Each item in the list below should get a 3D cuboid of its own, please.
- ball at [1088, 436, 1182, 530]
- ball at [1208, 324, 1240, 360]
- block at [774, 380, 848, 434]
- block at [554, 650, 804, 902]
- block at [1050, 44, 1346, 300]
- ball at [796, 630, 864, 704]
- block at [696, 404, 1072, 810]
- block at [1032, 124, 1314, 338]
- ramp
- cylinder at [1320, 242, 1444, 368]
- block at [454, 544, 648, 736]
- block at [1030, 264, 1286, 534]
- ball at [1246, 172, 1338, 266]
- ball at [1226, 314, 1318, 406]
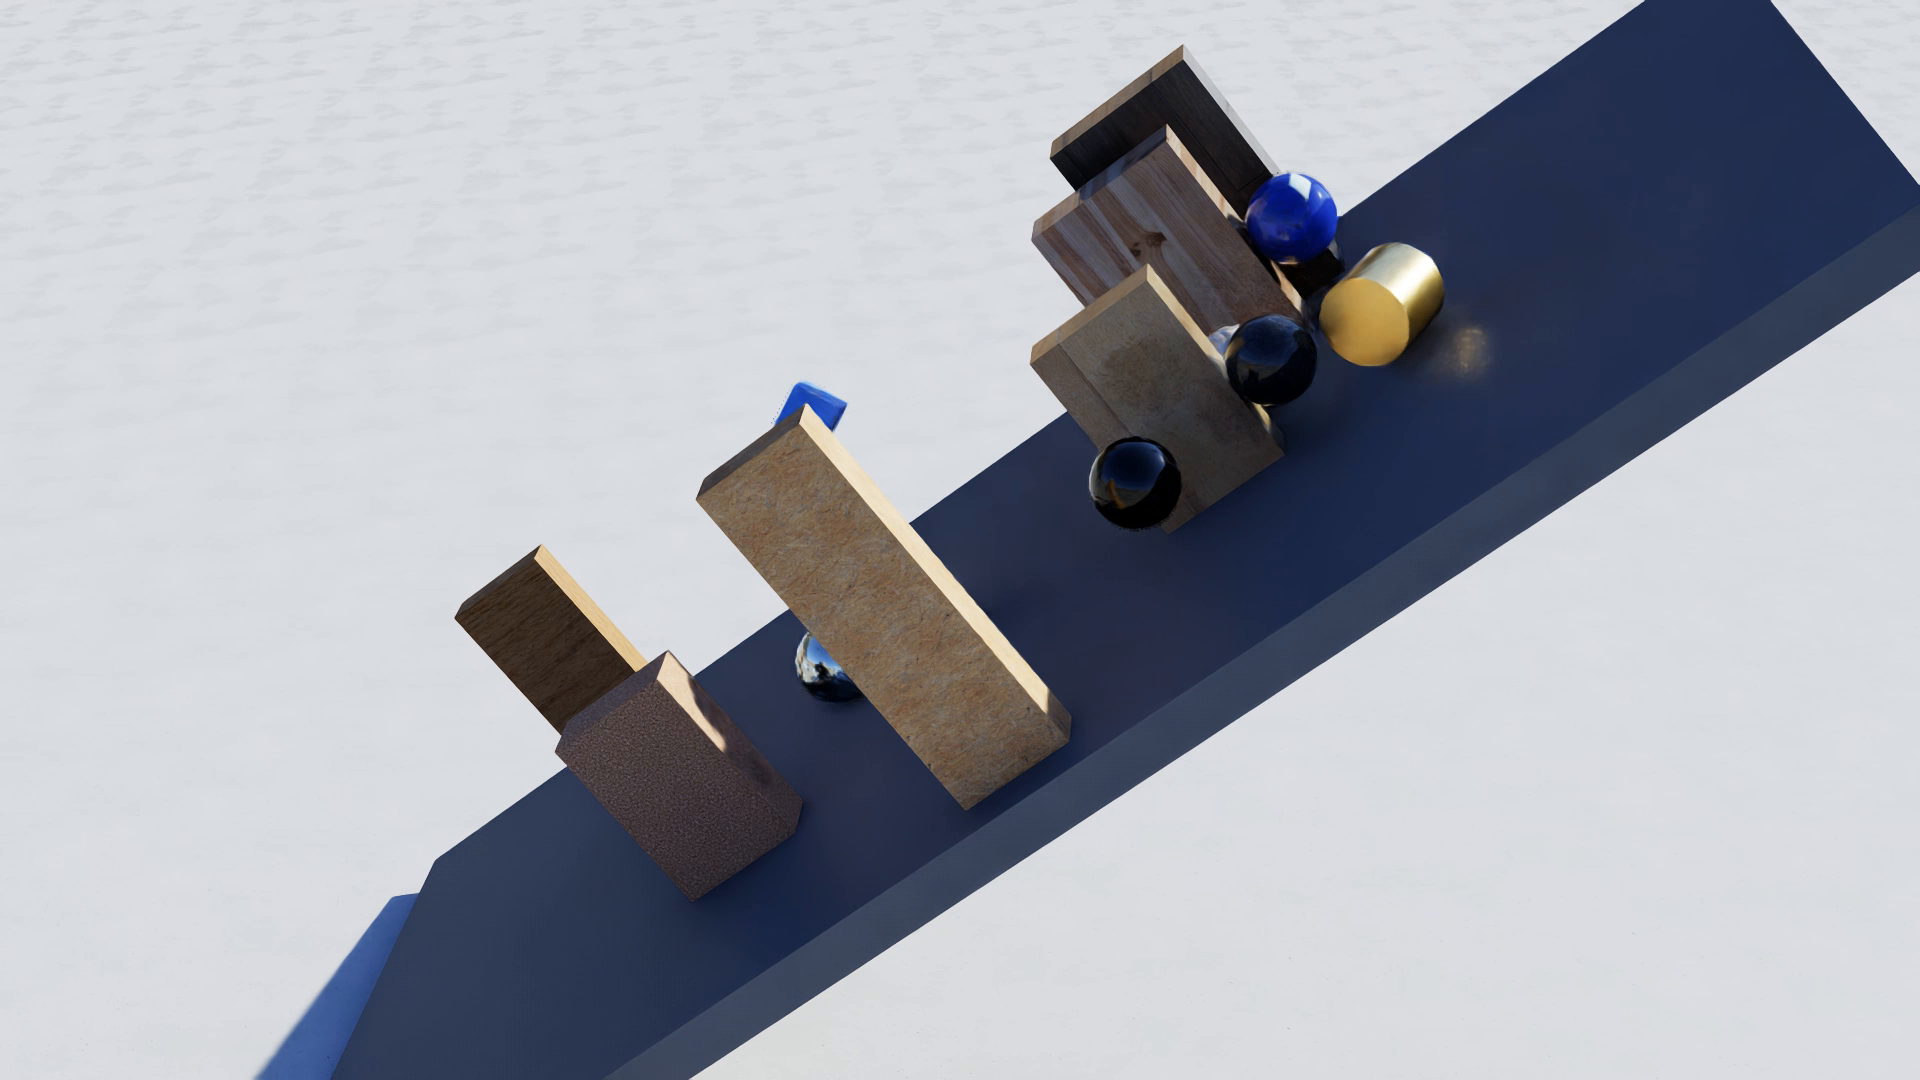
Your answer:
[{"bbox_3d":[0.337,-0.109,5.652,0.178,0.178,0.178,0,23,0],"label":"ball"},{"bbox_3d":[0.575,-0.366,6.128,0.164,0.164,0.164,0,23,0],"label":"ball"},{"bbox_3d":[-0.333,-0.277,6.565,0.112,0.112,0.112,29,12,3],"label":"block"},{"bbox_3d":[-0.581,0.491,6.107,0.281,0.439,0.141,-35,16,17],"label":"block"},{"bbox_3d":[0.537,-0.755,6.636,0.371,0.607,0.142,-35,16,17],"label":"block"},{"bbox_3d":[-0.268,0.267,6.469,0.187,0.187,0.187,0,23,0],"label":"ball"},{"bbox_3d":[-0.134,0.130,5.418,0.246,0.787,0.105,-35,16,17],"label":"block"},{"bbox_3d":[0.467,-0.578,6.443,0.366,0.536,0.141,-35,16,17],"label":"block"},{"bbox_3d":[0.125,0.182,6.332,4.000,0.100,2.000,-35,16,17],"label":"ramp"},{"bbox_3d":[0.839,-0.467,5.840,0.189,0.189,0.189,12,33,27],"label":"cylinder"},{"bbox_3d":[-0.847,0.333,6.765,0.248,0.651,0.086,-35,16,17],"label":"block"},{"bbox_3d":[0.399,-0.282,5.930,0.293,0.460,0.111,-35,16,17],"label":"block"},{"bbox_3d":[0.719,-0.696,6.374,0.199,0.199,0.199,0,23,0],"label":"ball"},{"bbox_3d":[0.619,-0.358,5.847,0.184,0.184,0.184,0,23,0],"label":"ball"}]
